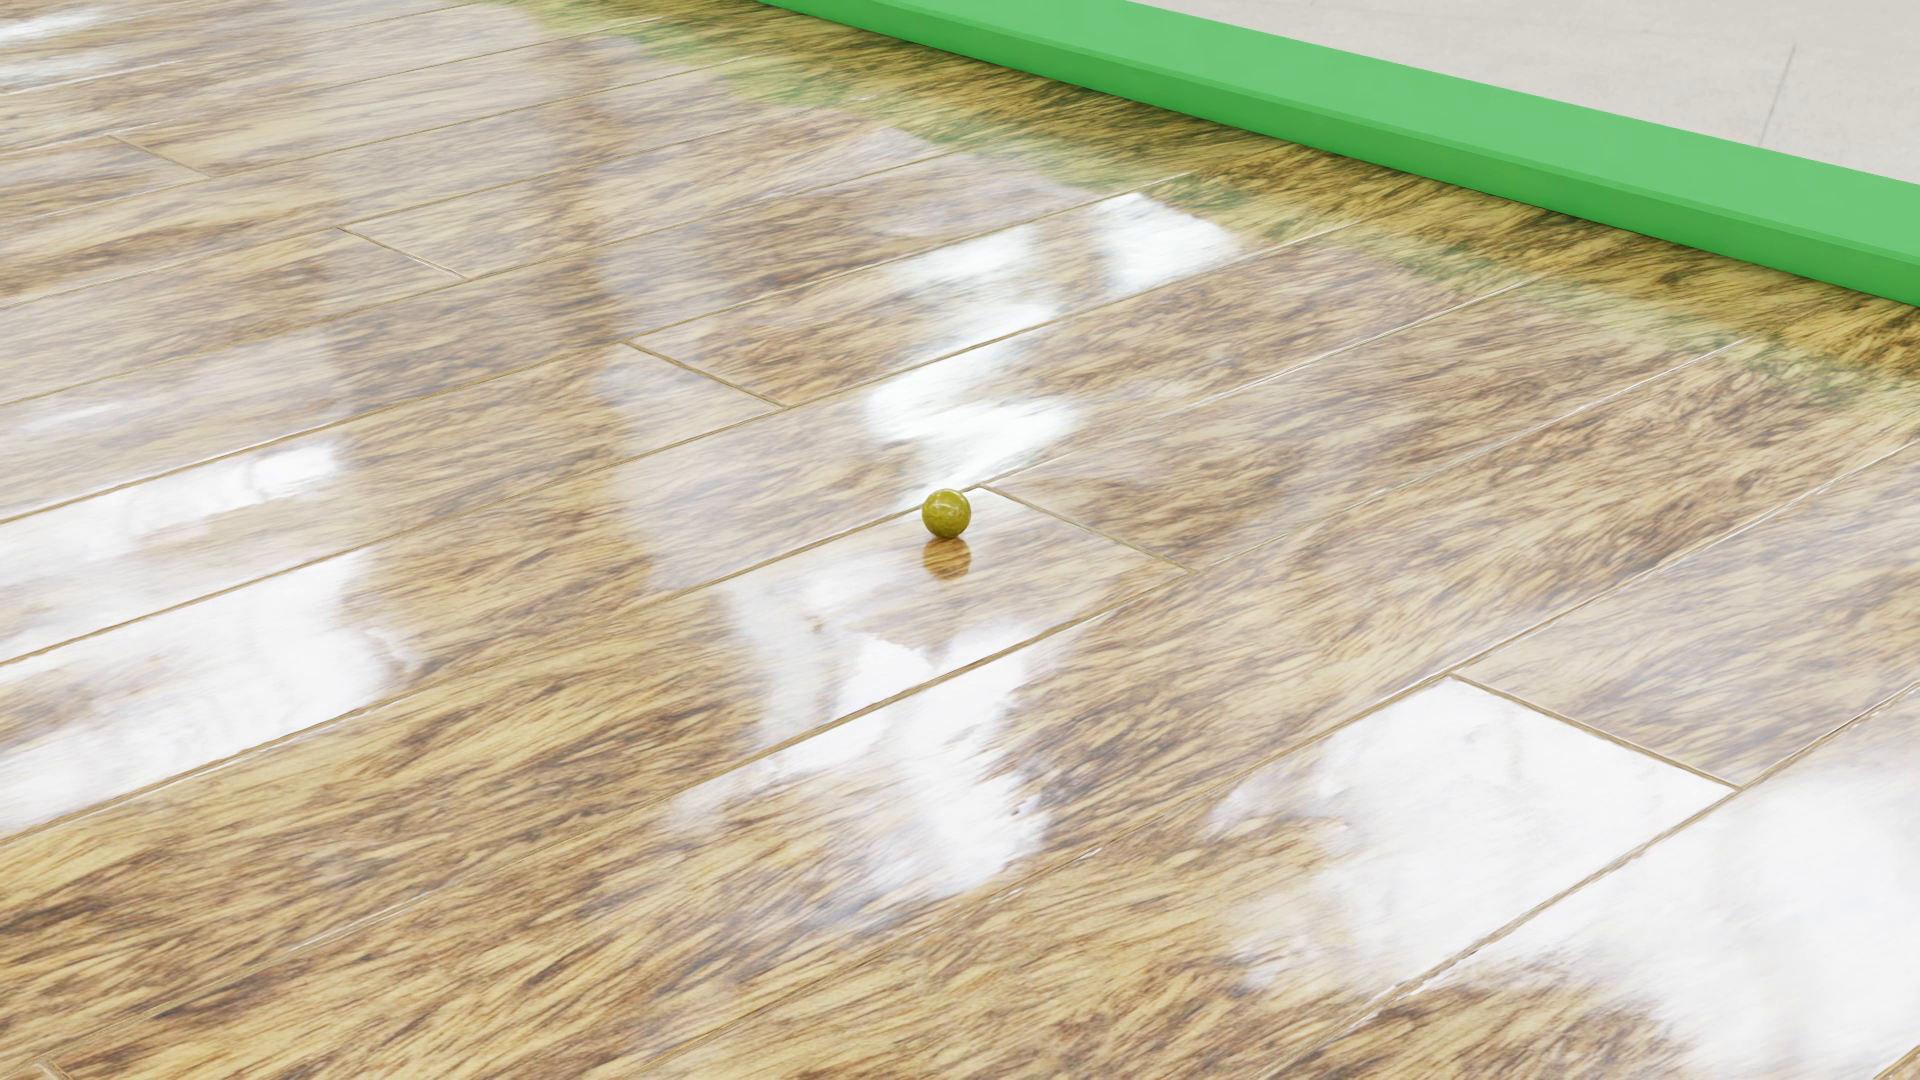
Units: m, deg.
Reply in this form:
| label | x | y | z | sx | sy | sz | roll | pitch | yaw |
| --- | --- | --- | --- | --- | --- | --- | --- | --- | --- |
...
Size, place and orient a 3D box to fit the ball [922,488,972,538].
| label | x | y | z | sx | sy | sz | roll | pitch | yaw |
| --- | --- | --- | --- | --- | --- | --- | --- | --- | --- |
| ball | -0.011 | -0.022 | 2.398 | 0.041 | 0.041 | 0.041 | 0 | 24 | 0 |

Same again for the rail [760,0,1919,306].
| label | x | y | z | sx | sy | sz | roll | pitch | yaw |
| --- | --- | --- | --- | --- | --- | --- | --- | --- | --- |
| rail | 0.095 | -0.639 | 3.705 | 0.045 | 0.120 | 4.173 | -21 | 31 | -39 |
